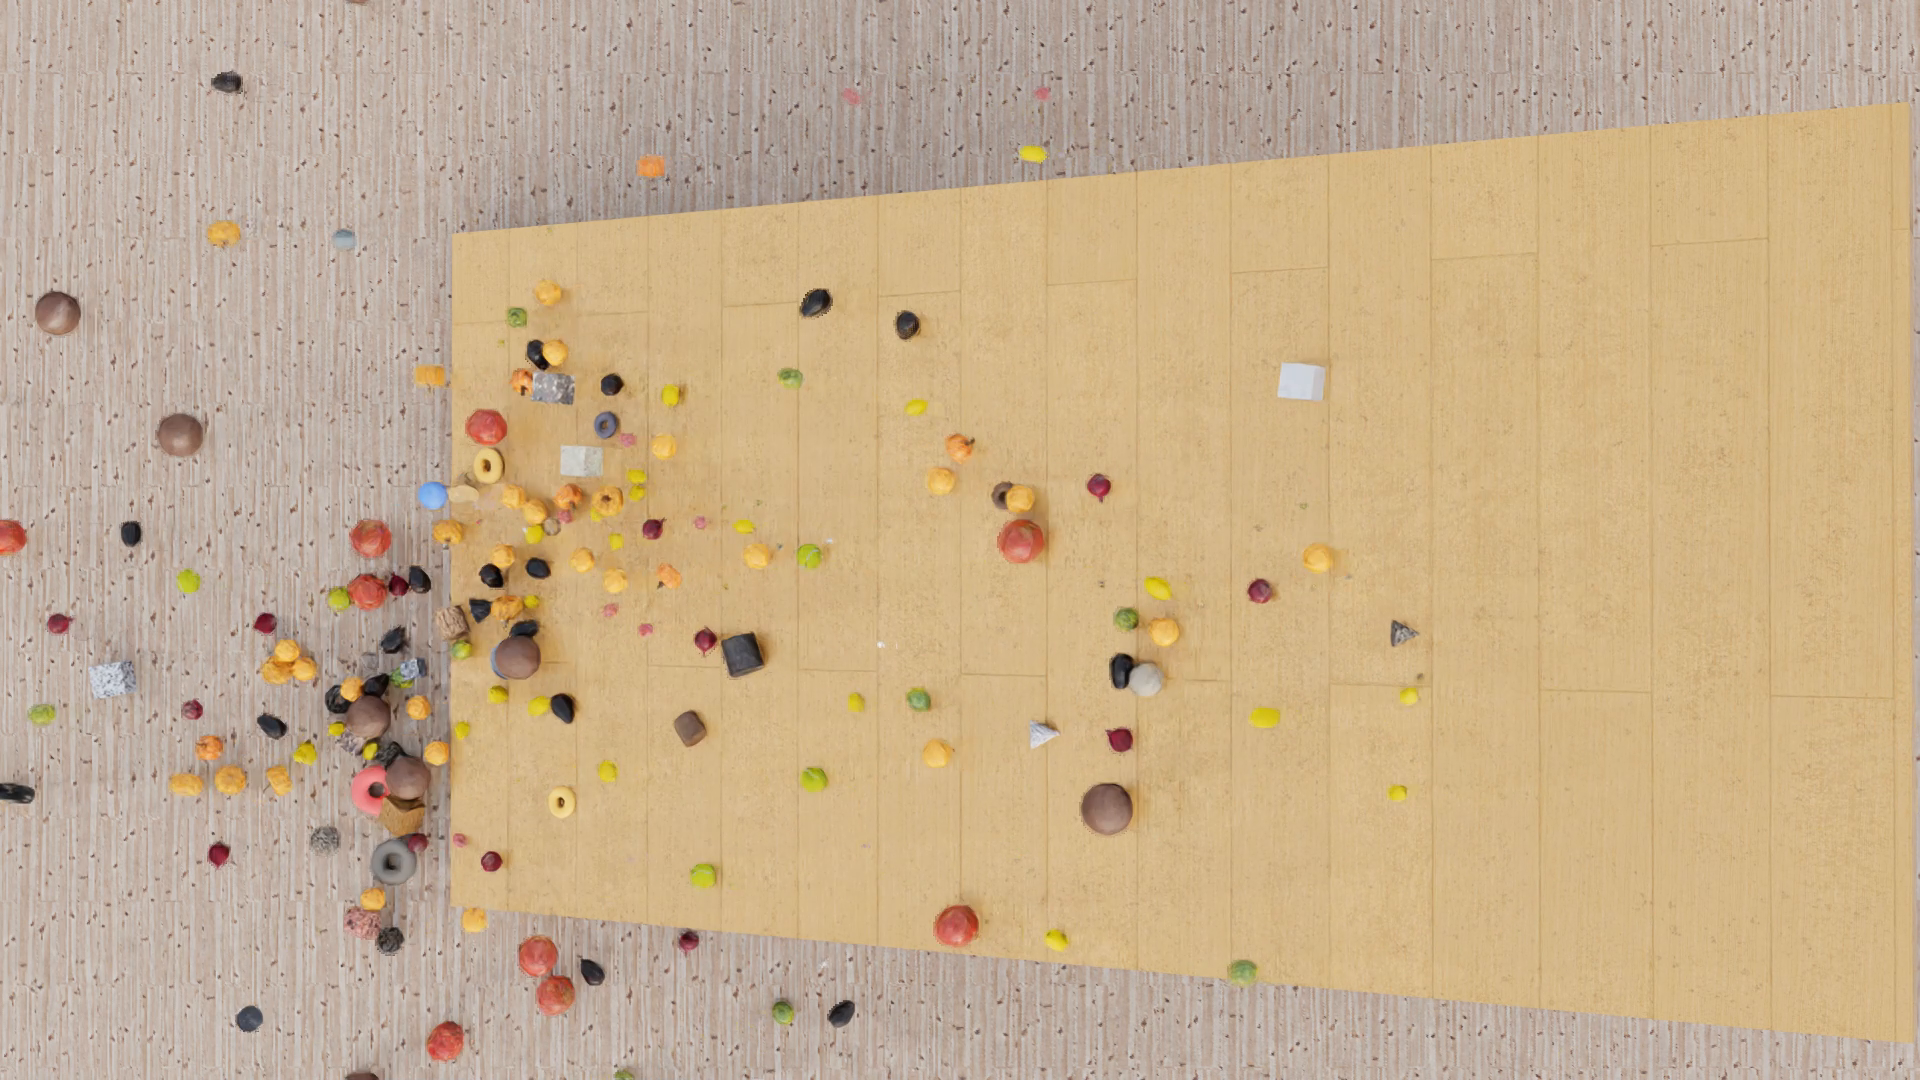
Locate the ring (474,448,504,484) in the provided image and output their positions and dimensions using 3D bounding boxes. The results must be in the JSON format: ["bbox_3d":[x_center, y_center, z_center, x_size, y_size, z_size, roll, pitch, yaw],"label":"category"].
[{"bbox_3d":[-1.385,-0.218,6.460,0.105,0.035,0.105,0,90,32],"label":"ring"}]

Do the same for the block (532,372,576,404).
[{"bbox_3d":[-1.168,-0.436,6.319,0.084,0.084,0.084,6,92,28],"label":"block"}]

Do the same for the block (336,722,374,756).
[{"bbox_3d":[-1.813,0.597,6.592,0.071,0.071,0.071,35,90,0],"label":"block"}]

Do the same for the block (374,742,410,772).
[{"bbox_3d":[-1.703,0.650,6.591,0.064,0.064,0.064,-41,82,-1],"label":"block"}]

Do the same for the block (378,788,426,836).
[{"bbox_3d":[-1.663,0.813,6.552,0.090,0.090,0.090,35,118,26],"label":"block"}]

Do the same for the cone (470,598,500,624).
[{"bbox_3d":[-1.387,0.197,6.456,0.081,0.081,0.081,-16,89,0],"label":"cone"}]

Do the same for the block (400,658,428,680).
[{"bbox_3d":[-1.631,0.385,6.568,0.054,0.054,0.054,-13,85,12],"label":"block"}]

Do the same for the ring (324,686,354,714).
[{"bbox_3d":[-1.864,0.480,6.610,0.089,0.030,0.089,-1,95,-11],"label":"ring"}]

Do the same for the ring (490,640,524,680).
[{"bbox_3d":[-1.324,0.350,6.420,0.114,0.038,0.114,0,90,27],"label":"ring"}]

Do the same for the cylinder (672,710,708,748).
[{"bbox_3d":[-0.749,0.523,6.094,0.073,0.073,0.073,-36,71,0],"label":"cylinder"}]

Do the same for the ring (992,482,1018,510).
[{"bbox_3d":[0.116,-0.113,5.668,0.075,0.025,0.075,0,91,28],"label":"ring"}]

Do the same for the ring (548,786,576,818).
[{"bbox_3d":[-1.146,0.753,6.326,0.092,0.031,0.092,0,89,29],"label":"ring"}]

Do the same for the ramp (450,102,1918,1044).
[{"bbox_3d":[0.276,0.078,5.652,4.000,0.100,2.000,0,89,28],"label":"ramp"}]

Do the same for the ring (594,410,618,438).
[{"bbox_3d":[-1.010,-0.330,6.267,0.078,0.026,0.078,-2,86,31],"label":"ring"}]

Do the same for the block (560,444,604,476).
[{"bbox_3d":[-1.078,-0.226,6.270,0.084,0.084,0.084,5,92,28],"label":"block"}]

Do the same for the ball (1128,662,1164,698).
[{"bbox_3d":[0.461,0.346,5.443,0.090,0.090,0.090,0,89,0],"label":"ball"}]

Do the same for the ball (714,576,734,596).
[{"bbox_3d":[-0.651,0.127,6.068,0.056,0.056,0.056,0,89,0],"label":"ball"}]

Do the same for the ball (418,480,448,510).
[{"bbox_3d":[-1.541,-0.132,6.437,0.083,0.083,0.083,0,89,0],"label":"ball"}]

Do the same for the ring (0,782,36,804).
[{"bbox_3d":[-2.831,0.754,6.546,0.147,0.147,0.049,9,86,0],"label":"ring"}]

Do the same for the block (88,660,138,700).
[{"bbox_3d":[-2.535,0.418,6.582,0.096,0.096,0.096,-11,89,0],"label":"block"}]

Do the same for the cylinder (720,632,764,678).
[{"bbox_3d":[-0.594,0.314,5.999,0.096,0.096,0.096,-18,80,0],"label":"cylinder"}]

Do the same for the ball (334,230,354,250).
[{"bbox_3d":[-1.853,-0.902,6.613,0.061,0.061,0.061,0,89,0],"label":"ball"}]

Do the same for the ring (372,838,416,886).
[{"bbox_3d":[-1.698,0.967,6.597,0.139,0.046,0.139,-1,82,5],"label":"ring"}]

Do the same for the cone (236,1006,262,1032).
[{"bbox_3d":[-2.134,1.428,6.586,0.076,0.076,0.076,1,88,-28],"label":"cone"}]

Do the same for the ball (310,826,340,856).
[{"bbox_3d":[-1.901,0.901,6.583,0.084,0.084,0.084,0,89,0],"label":"ball"}]

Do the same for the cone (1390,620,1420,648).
[{"bbox_3d":[1.050,0.220,5.166,0.065,0.065,0.065,1,89,1],"label":"cone"}]

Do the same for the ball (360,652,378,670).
[{"bbox_3d":[-1.775,0.363,6.605,0.050,0.050,0.050,0,89,0],"label":"ball"}]

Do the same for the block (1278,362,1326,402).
[{"bbox_3d":[0.819,-0.378,5.265,0.083,0.083,0.083,8,93,28],"label":"block"}]

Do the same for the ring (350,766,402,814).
[{"bbox_3d":[-1.750,0.750,6.595,0.150,0.050,0.150,-1,95,-9],"label":"ring"}]

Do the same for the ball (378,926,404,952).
[{"bbox_3d":[-1.703,1.196,6.579,0.077,0.077,0.077,0,89,0],"label":"ball"}]

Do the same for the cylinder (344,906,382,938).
[{"bbox_3d":[-1.784,1.143,6.568,0.077,0.077,0.077,9,89,36],"label":"cylinder"}]

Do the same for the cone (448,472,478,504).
[{"bbox_3d":[-1.468,-0.169,6.500,0.091,0.091,0.091,-8,55,0],"label":"cone"}]

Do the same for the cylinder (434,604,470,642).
[{"bbox_3d":[-1.498,0.245,6.487,0.082,0.082,0.082,-24,78,0],"label":"cylinder"}]
